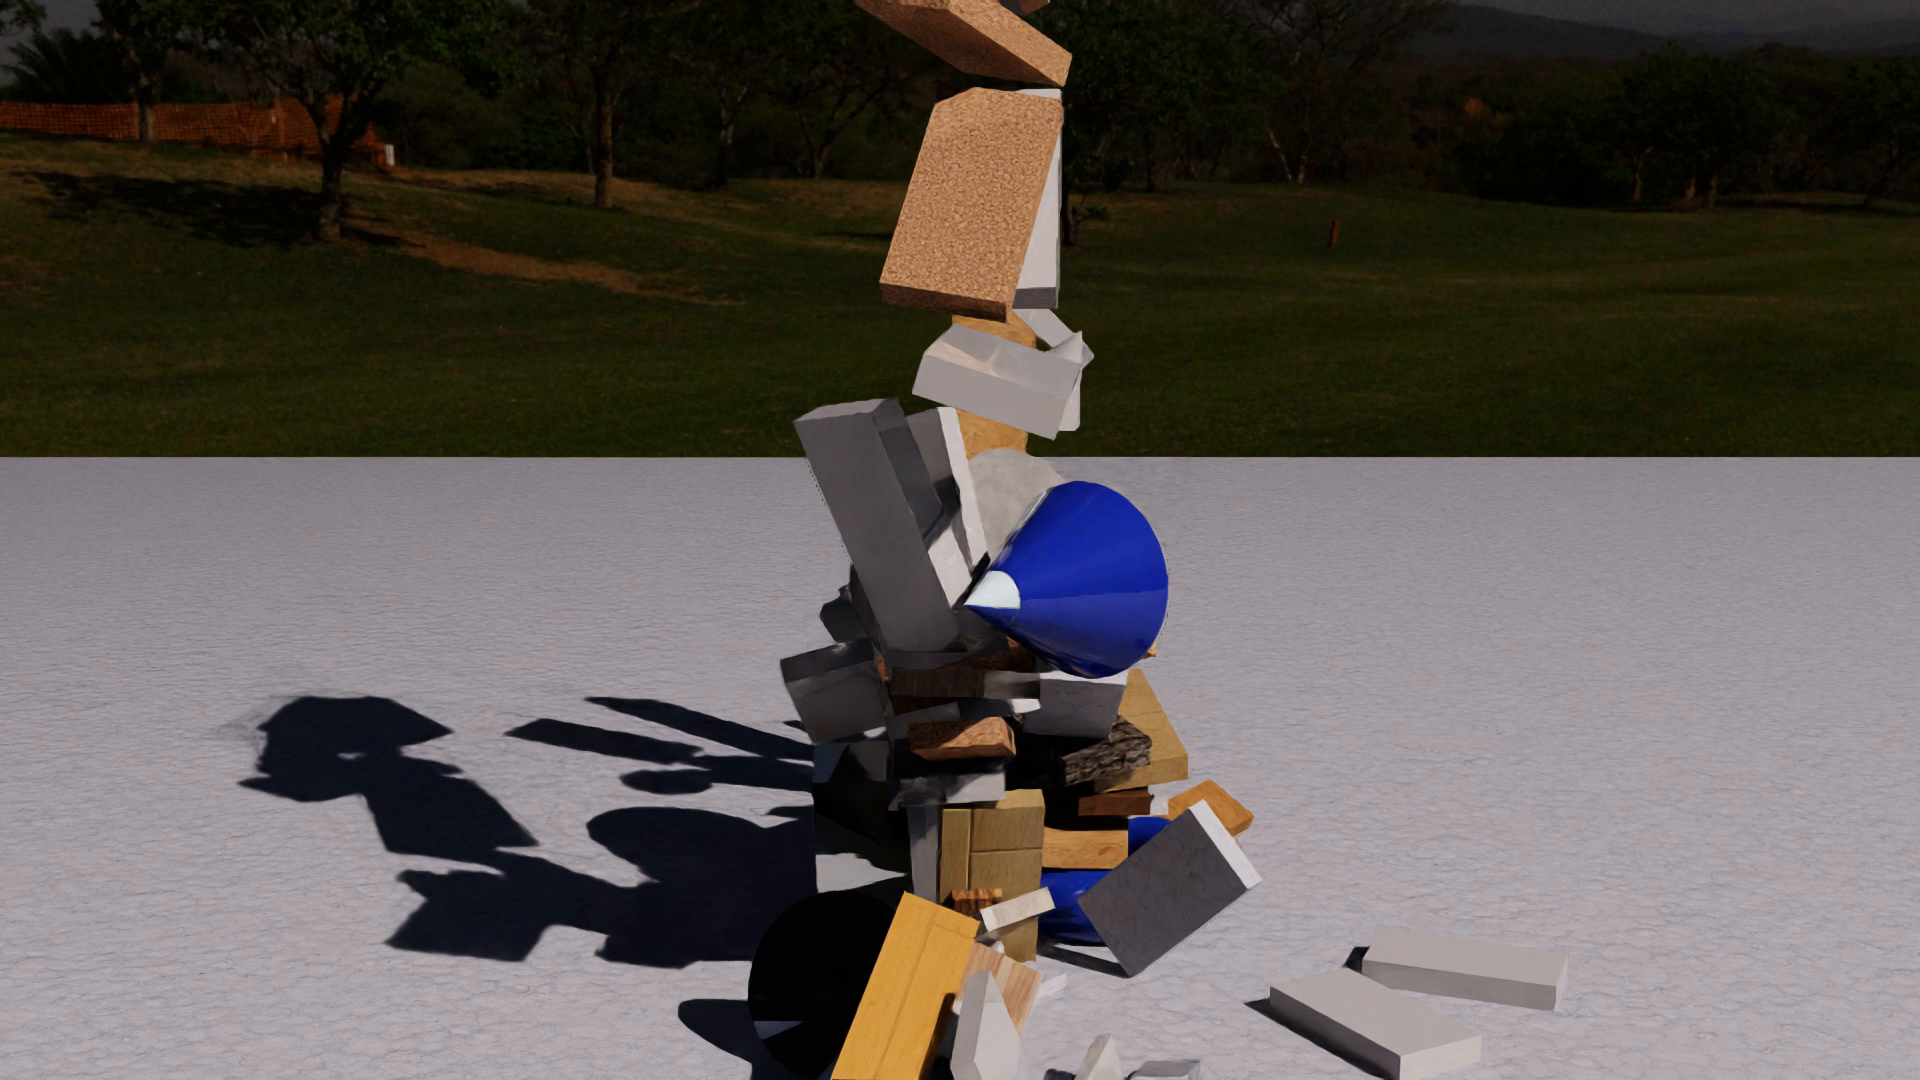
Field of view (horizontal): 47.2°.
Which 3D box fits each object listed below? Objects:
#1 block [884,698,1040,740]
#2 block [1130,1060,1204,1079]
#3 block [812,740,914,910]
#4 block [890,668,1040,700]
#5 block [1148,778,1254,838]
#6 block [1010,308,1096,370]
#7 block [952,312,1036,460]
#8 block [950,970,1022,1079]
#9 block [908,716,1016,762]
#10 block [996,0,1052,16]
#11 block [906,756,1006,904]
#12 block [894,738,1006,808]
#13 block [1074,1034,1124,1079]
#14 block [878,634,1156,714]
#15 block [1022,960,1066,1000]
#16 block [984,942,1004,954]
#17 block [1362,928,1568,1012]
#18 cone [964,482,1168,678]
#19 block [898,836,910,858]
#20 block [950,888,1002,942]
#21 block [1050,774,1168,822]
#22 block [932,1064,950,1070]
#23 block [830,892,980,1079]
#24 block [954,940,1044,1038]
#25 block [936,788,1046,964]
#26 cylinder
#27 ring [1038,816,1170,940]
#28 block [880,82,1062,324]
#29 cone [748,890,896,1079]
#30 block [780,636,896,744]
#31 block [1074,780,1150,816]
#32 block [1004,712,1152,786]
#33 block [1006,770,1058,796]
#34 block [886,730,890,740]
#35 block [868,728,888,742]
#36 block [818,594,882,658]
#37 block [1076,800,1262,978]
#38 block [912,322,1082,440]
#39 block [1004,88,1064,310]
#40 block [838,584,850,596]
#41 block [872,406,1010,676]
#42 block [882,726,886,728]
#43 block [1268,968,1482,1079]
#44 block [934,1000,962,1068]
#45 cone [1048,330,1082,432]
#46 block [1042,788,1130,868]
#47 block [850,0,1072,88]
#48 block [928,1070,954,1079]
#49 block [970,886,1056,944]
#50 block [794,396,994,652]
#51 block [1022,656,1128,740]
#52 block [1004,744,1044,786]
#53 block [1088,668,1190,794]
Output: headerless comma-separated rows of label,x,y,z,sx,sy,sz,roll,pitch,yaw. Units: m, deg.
block,0.001,0.256,3.250,0.128,0.036,0.256,-10,-5,-27
block,0.271,0.701,2.873,0.075,0.021,0.149,-6,-6,13
block,-0.121,0.475,3.636,0.231,0.231,0.231,-2,11,-2
block,0.011,0.196,2.985,0.128,0.036,0.256,0,-4,19
block,0.405,0.497,3.856,0.218,0.031,0.109,-20,48,-42
block,0.096,-0.404,3.689,0.303,0.043,0.152,44,4,9
block,0.045,-0.168,4.074,0.152,0.593,0.043,6,9,8
block,0.033,0.628,2.684,0.031,0.110,0.220,-19,15,11
block,0.005,0.281,3.098,0.128,0.036,0.256,-5,-9,4
block,0.069,-0.888,3.363,0.152,0.043,0.303,-33,39,-17
block,0.000,0.478,3.423,0.151,0.302,0.043,1,16,18
block,-0.020,0.326,3.311,0.151,0.043,0.301,-4,13,-3
block,0.180,0.704,2.845,0.021,0.075,0.149,-12,7,17
block,0.047,0.182,3.286,0.494,0.043,0.152,-17,-29,38
block,0.081,0.659,3.242,0.074,0.021,0.148,10,14,43
block,0.017,0.634,3.219,0.059,0.017,0.117,-7,30,29
block,0.755,0.641,3.287,0.281,0.040,0.140,4,11,22
cone,0.087,0.069,2.909,0.272,0.272,0.272,8,11,37
block,0.013,0.512,3.882,0.222,0.031,0.109,-12,-4,-40
block,0.023,0.587,3.283,0.074,0.148,0.021,-2,30,-8
block,0.243,0.410,3.631,0.111,0.031,0.222,-3,12,-21
block,0.002,0.699,2.915,0.125,0.035,0.426,1,14,2
block,-0.087,0.628,2.693,0.110,0.031,0.624,21,25,2
block,0.026,0.626,2.932,0.125,0.035,0.250,26,21,4
block,0.042,0.510,3.278,0.151,0.301,0.043,-2,30,-8
cylinder,0.021,0.042,3.403,0.277,0.277,0.277,-10,-17,-42
ring,0.228,0.543,3.579,0.384,0.128,0.384,-1,11,0
block,0.018,-0.462,2.987,0.171,0.342,0.048,10,-27,10
cone,-0.129,0.639,3.090,0.256,0.256,0.256,4,-16,20
block,-0.178,0.226,3.260,0.133,0.038,0.266,-15,-25,-1
block,0.243,0.393,3.549,0.111,0.031,0.222,0,12,1
block,0.156,0.289,3.501,0.153,0.043,0.307,-12,26,-26
block,0.156,0.426,3.890,0.218,0.031,0.109,-23,-1,-14
block,-0.055,0.341,3.800,0.133,0.266,0.038,-19,53,-13
block,-0.102,0.418,3.936,0.036,0.129,0.257,53,5,34
block,-0.111,0.219,4.019,0.152,0.304,0.043,-23,24,22
block,0.305,0.517,3.244,0.040,0.142,0.284,-20,-20,-49
block,0.051,-0.199,2.697,0.174,0.049,0.348,18,13,2
block,0.053,-0.474,3.051,0.171,0.342,0.048,-1,-29,7
block,-0.056,0.106,4.021,0.304,0.152,0.043,-21,5,21
block,-0.055,0.003,3.080,0.174,0.348,0.049,-13,-1,29
block,-0.108,0.310,4.119,0.207,0.103,0.029,17,34,-1
block,0.578,0.678,3.086,0.142,0.040,0.284,-6,12,-29
block,-0.002,0.633,2.811,0.056,0.016,0.112,19,29,-9
cone,0.161,-0.276,3.512,0.147,0.147,0.147,24,27,-13
block,0.201,0.464,3.553,0.142,0.040,0.284,0,11,5
block,0.001,-0.712,3.049,0.171,0.048,0.342,16,1,30
block,-0.014,0.732,2.658,0.125,0.035,0.250,1,24,0
block,0.040,0.551,3.137,0.110,0.031,0.220,-14,-15,-28
block,-0.090,-0.017,2.947,0.049,0.348,0.174,-33,19,-35
block,0.169,0.235,3.283,0.133,0.038,0.266,5,-22,-1
block,0.083,0.400,3.875,0.153,0.043,0.312,-24,-16,-10
block,0.258,0.308,3.590,0.153,0.043,0.307,-8,24,-7
